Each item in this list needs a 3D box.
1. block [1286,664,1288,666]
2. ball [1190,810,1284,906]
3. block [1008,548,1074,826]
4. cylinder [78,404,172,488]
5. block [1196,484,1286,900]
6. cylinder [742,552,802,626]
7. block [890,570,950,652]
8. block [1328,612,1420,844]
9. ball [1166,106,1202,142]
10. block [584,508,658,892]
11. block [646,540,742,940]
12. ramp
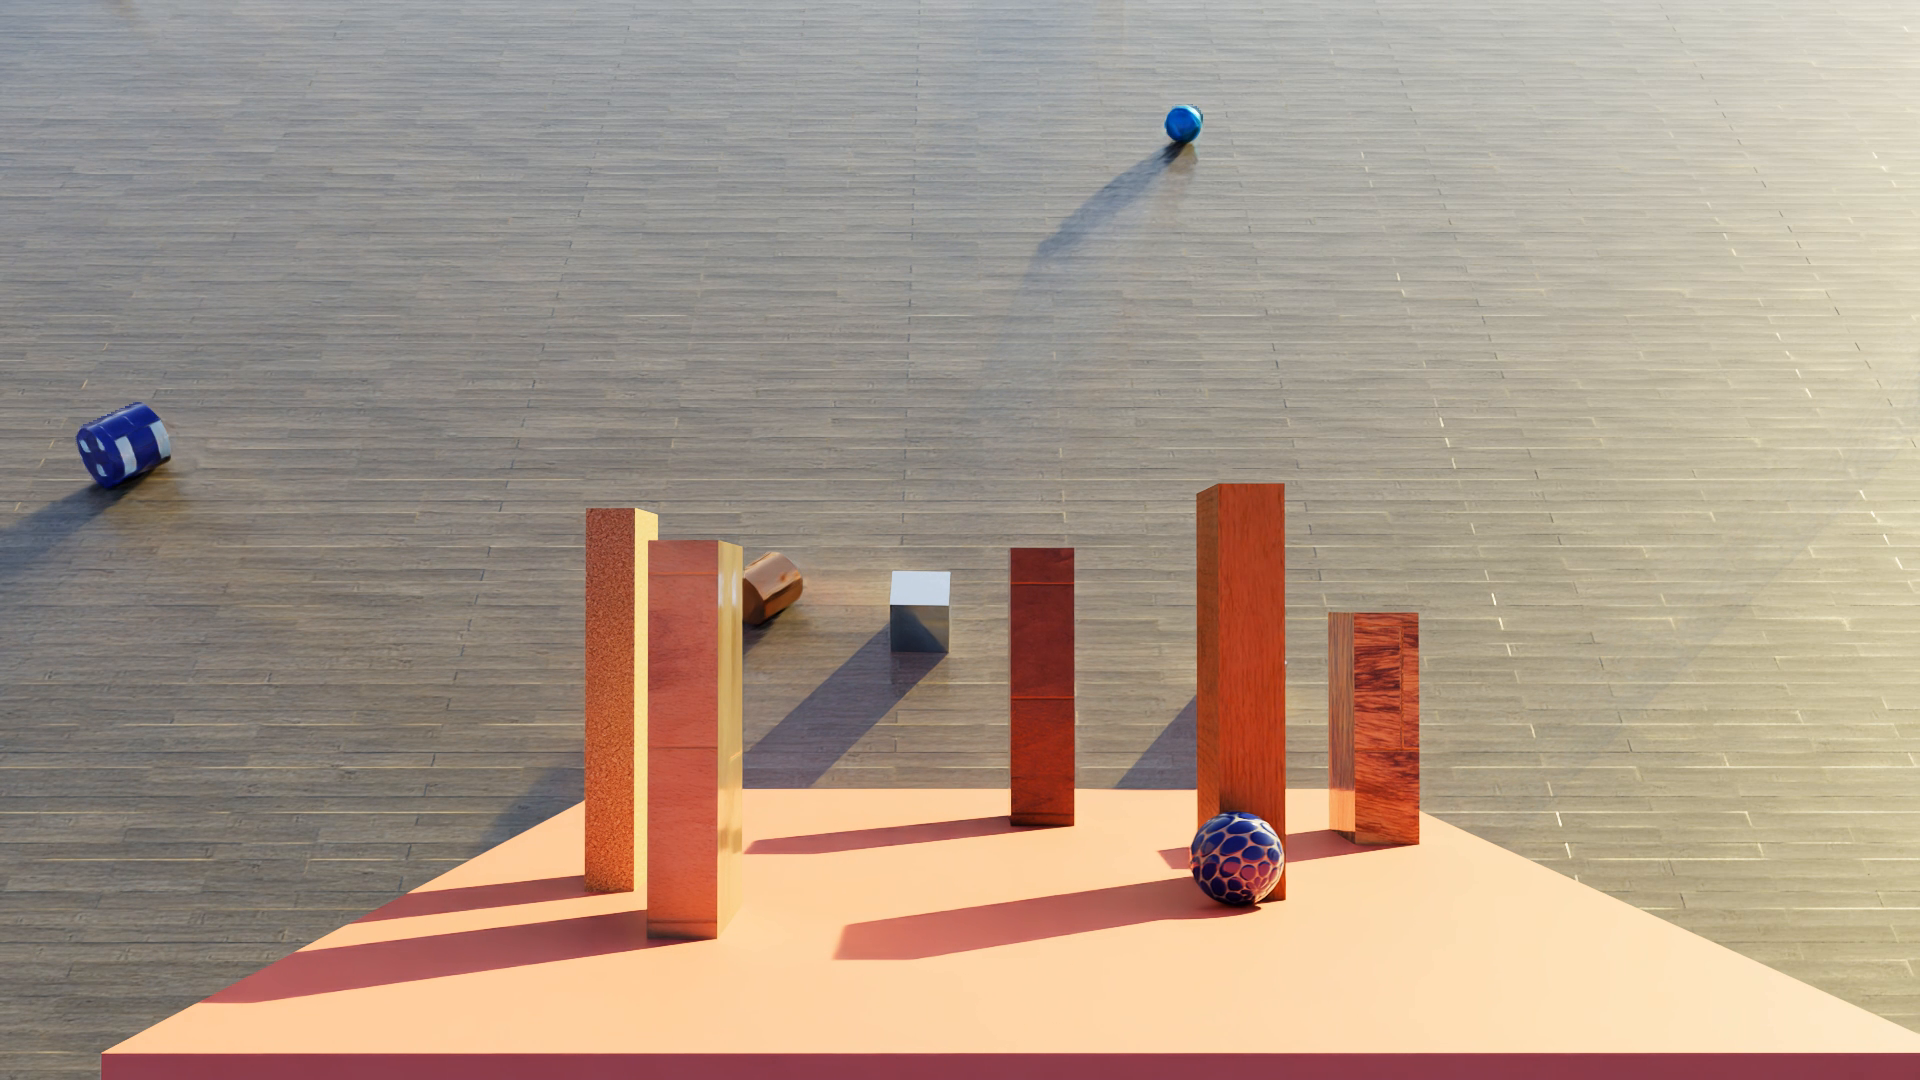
[{"bbox_3d":[0.788,0.375,7.194,0.174,0.174,0.174,-8,35,-12],"label":"block"},{"bbox_3d":[0.444,0.511,4.164,0.151,0.151,0.151,0,34,0],"label":"ball"},{"bbox_3d":[0.180,0.324,5.813,0.139,0.607,0.303,0,-1,0],"label":"block"},{"bbox_3d":[-2.627,-0.296,8.162,0.204,0.204,0.204,27,43,34],"label":"cylinder"},{"bbox_3d":[0.478,0.253,4.443,0.108,0.681,0.394,0,-1,0],"label":"block"},{"bbox_3d":[-0.569,0.141,7.555,0.158,0.158,0.158,25,41,32],"label":"cylinder"},{"bbox_3d":[-0.113,0.206,7.451,0.167,0.167,0.167,1,34,1],"label":"block"},{"bbox_3d":[0.859,0.384,5.408,0.130,0.467,0.366,0,-1,0],"label":"block"},{"bbox_3d":[0.878,-1.633,10.200,0.144,0.144,0.144,0,34,0],"label":"ball"},{"bbox_3d":[-0.590,0.273,4.538,0.083,0.646,0.326,0,-1,0],"label":"block"},{"bbox_3d":[-0.401,0.293,3.966,0.102,0.576,0.424,0,-1,0],"label":"block"},{"bbox_3d":[0.075,0.652,4.792,2.000,0.100,4.000,0,-1,0],"label":"ramp"}]
